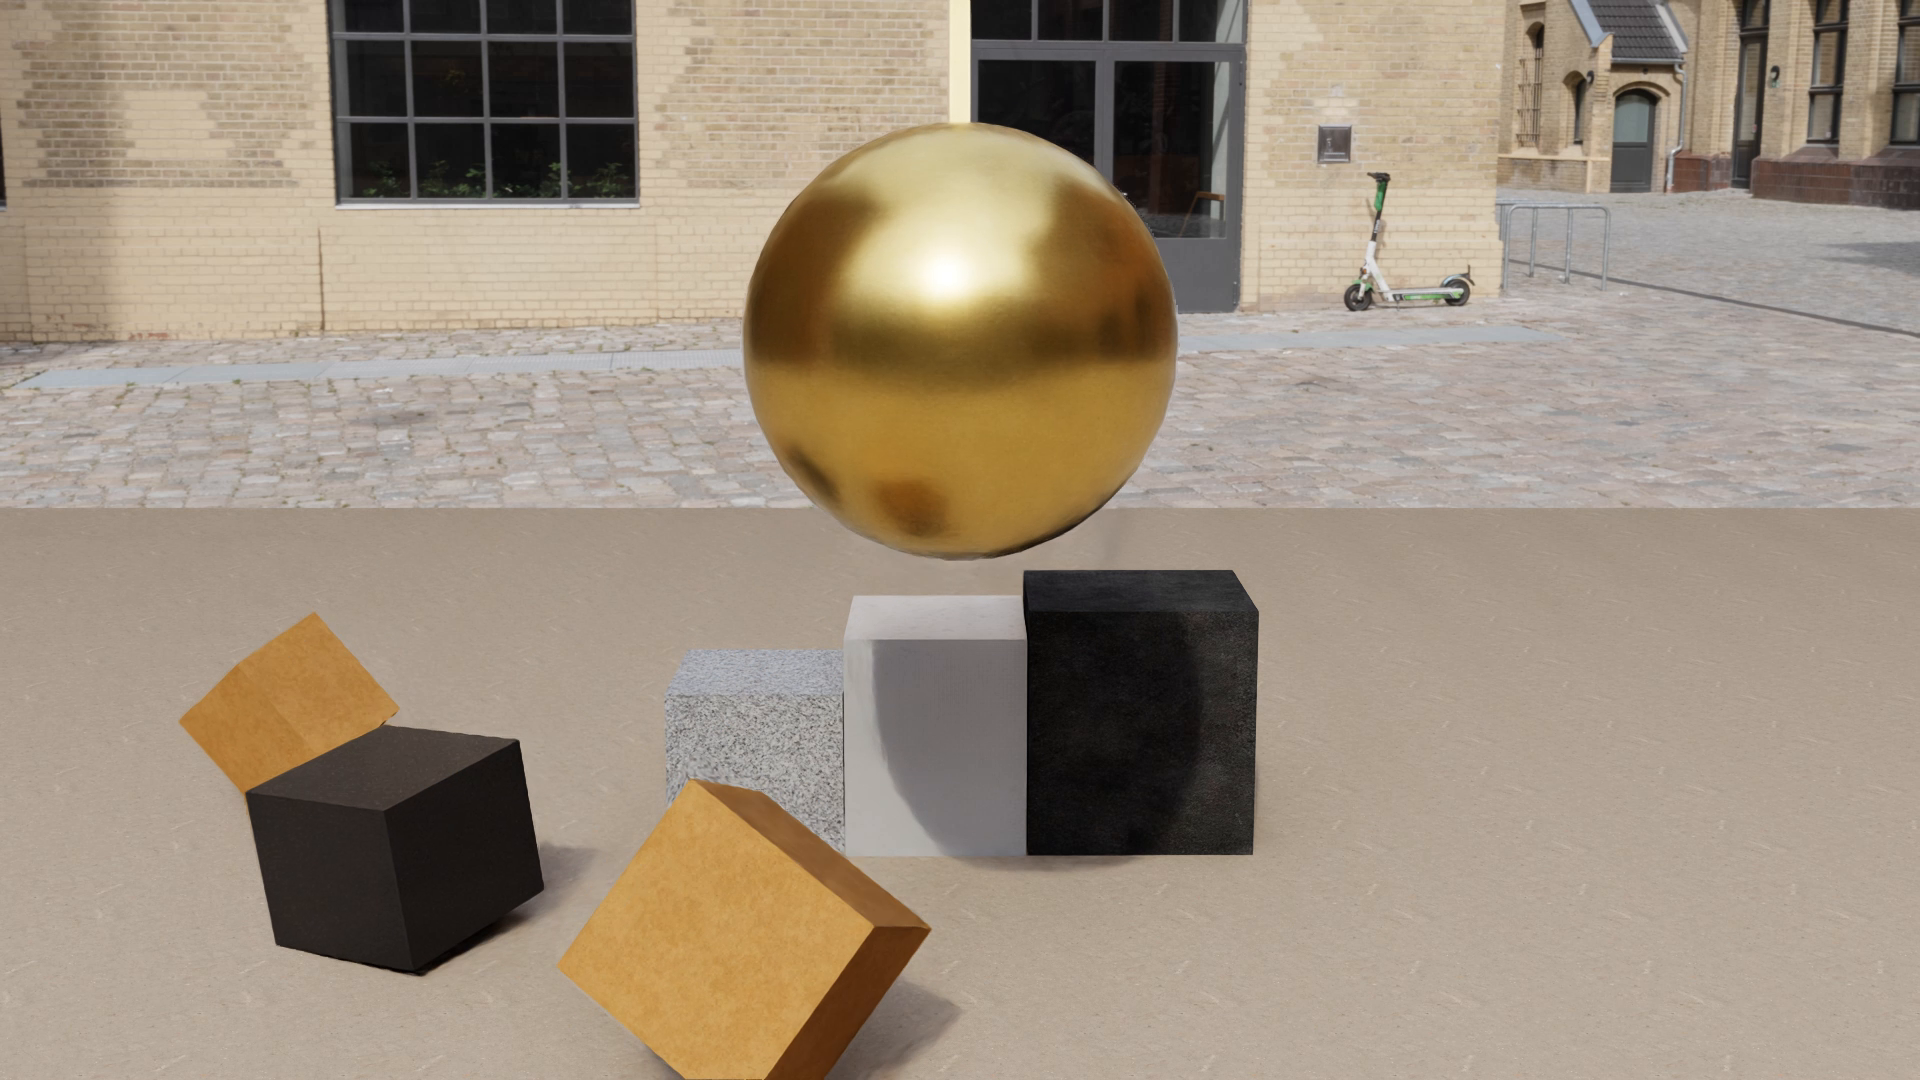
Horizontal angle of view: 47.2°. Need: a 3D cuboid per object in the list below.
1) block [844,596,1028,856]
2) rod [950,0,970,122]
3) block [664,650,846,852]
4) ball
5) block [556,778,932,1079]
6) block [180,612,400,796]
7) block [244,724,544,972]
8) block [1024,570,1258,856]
[{"bbox_3d":[-0.121,0.934,11.342,0.898,1.104,1.054,0,10,0],"label":"block"},{"bbox_3d":[0.000,-3.942,9.178,0.080,5.200,0.080,0,-19,0],"label":"rod"},{"bbox_3d":[-1.018,1.074,11.392,0.879,0.811,0.982,0,10,0],"label":"block"},{"bbox_3d":[0.000,-0.724,8.081,1.600,1.600,1.600,0,10,0],"label":"ball"},{"bbox_3d":[-0.752,1.450,7.843,0.842,0.807,0.718,36,0,18],"label":"block"},{"bbox_3d":[-3.529,0.924,11.599,0.594,0.688,0.660,-38,5,30],"label":"block"},{"bbox_3d":[-2.494,1.341,9.759,0.827,0.729,0.848,3,17,30],"label":"block"},{"bbox_3d":[0.898,0.864,11.350,1.119,1.239,1.054,0,10,0],"label":"block"}]
